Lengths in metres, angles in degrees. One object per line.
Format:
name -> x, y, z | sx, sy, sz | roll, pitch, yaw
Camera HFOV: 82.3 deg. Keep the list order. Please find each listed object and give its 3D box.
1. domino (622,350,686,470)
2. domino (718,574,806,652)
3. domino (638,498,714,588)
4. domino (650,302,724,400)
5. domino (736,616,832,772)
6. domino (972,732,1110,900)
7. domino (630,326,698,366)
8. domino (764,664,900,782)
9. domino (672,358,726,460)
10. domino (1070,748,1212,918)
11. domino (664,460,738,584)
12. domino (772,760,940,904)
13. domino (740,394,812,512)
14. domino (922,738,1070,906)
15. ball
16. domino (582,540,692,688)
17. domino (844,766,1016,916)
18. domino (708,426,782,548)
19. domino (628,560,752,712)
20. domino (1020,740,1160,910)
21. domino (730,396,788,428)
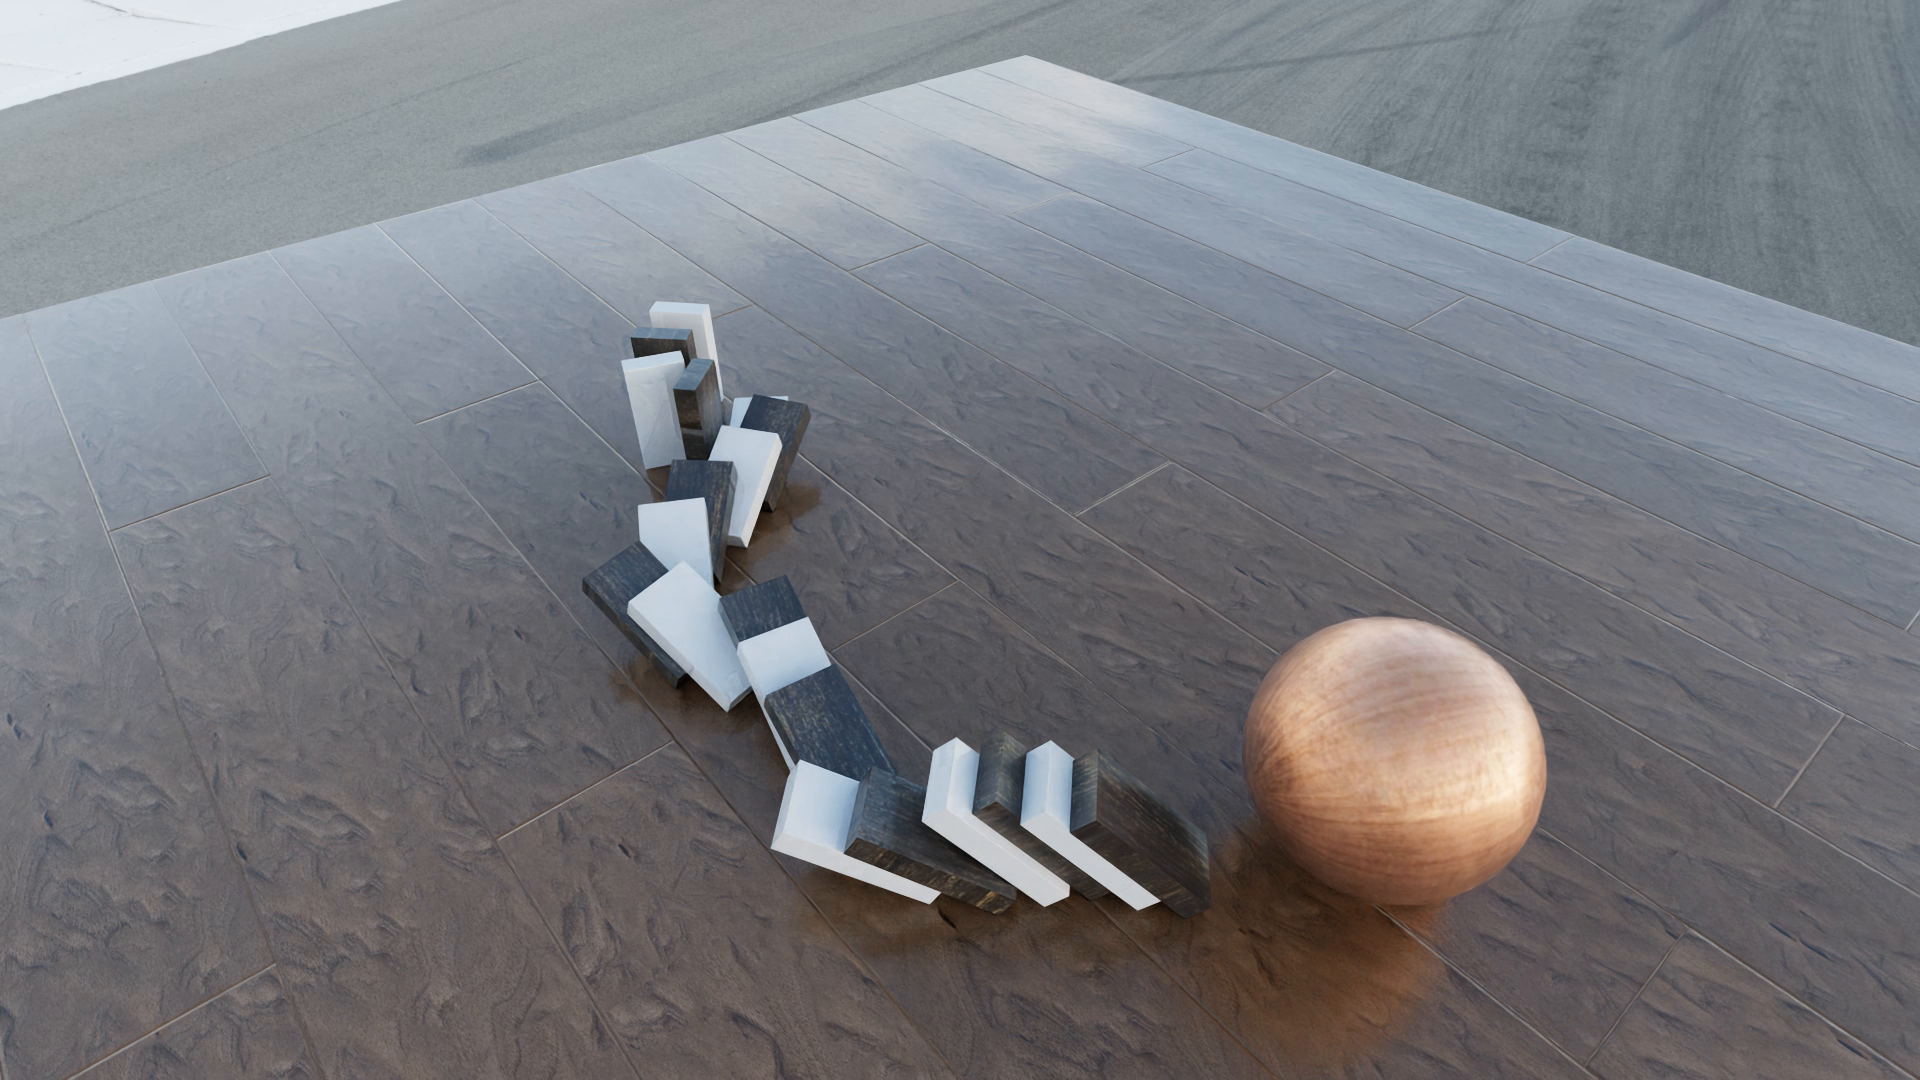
domino -> -0.130, -0.056, 0.480 | 0.025, 0.050, 0.009 | -13, 41, -16
domino -> -0.062, 0.039, 0.379 | 0.025, 0.009, 0.050 | -20, 69, -25
domino -> -0.107, 0.009, 0.417 | 0.025, 0.010, 0.050 | -7, 64, -9
domino -> -0.128, -0.087, 0.517 | 0.025, 0.050, 0.010 | 4, 40, 5
domino -> -0.052, 0.053, 0.363 | 0.025, 0.010, 0.050 | -20, 69, -24
domino -> 0.026, 0.080, 0.320 | 0.050, 0.010, 0.025 | 41, 34, -22
domino -> -0.131, -0.071, 0.499 | 0.025, 0.050, 0.009 | 3, 39, 4
domino -> -0.039, 0.067, 0.347 | 0.025, 0.010, 0.050 | -23, 69, -26
domino -> -0.110, -0.050, 0.472 | 0.009, 0.050, 0.025 | 5, 40, 6
domino -> 0.052, 0.084, 0.315 | 0.050, 0.010, 0.025 | 40, 34, -23
domino -> -0.105, -0.008, 0.437 | 0.025, 0.010, 0.050 | 2, 64, 2
domino -> -0.028, 0.085, 0.322 | 0.050, 0.010, 0.025 | 24, 38, -14
domino -> -0.085, -0.038, 0.474 | 0.025, 0.010, 0.050 | 12, 64, 10
domino -> 0.012, 0.082, 0.318 | 0.010, 0.050, 0.025 | -35, 27, 31
ball -> 0.121, 0.062, 0.312 | 0.080, 0.080, 0.080 | 0, 39, 0
domino -> -0.108, 0.026, 0.393 | 0.050, 0.010, 0.025 | 44, 56, 8
domino -> -0.007, 0.087, 0.320 | 0.050, 0.010, 0.025 | 25, 38, -13
domino -> -0.094, -0.023, 0.456 | 0.025, 0.010, 0.050 | 9, 63, 10
domino -> -0.089, 0.033, 0.385 | 0.050, 0.010, 0.025 | 43, 56, 7
domino -> 0.039, 0.083, 0.317 | 0.050, 0.010, 0.025 | 40, 34, -23
domino -> -0.092, -0.048, 0.502 | 0.025, 0.009, 0.050 | -3, 39, -3
